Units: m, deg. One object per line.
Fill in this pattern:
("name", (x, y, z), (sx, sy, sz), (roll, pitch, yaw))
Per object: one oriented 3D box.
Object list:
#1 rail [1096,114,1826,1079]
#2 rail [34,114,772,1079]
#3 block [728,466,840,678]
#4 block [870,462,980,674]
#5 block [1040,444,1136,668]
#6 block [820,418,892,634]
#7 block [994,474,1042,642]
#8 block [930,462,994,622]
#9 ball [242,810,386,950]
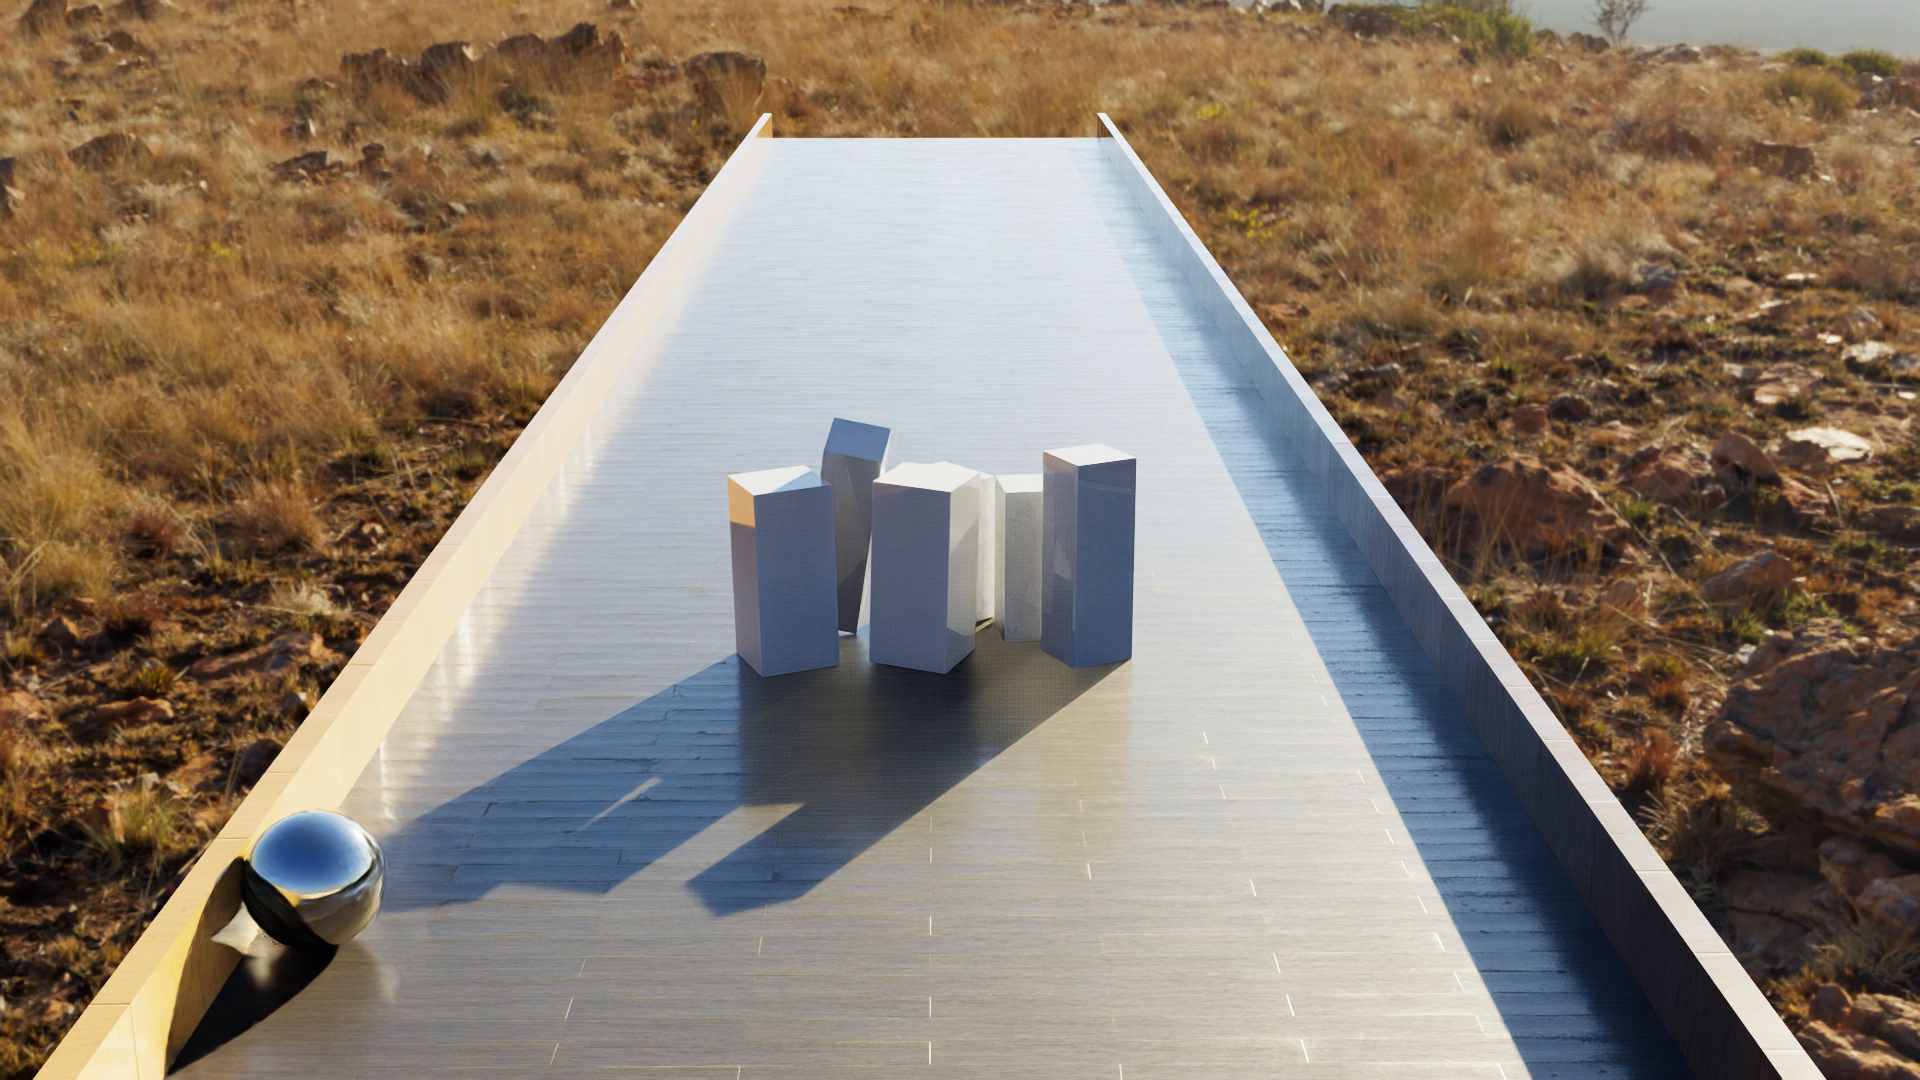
("rail", (0.932, -0.844, 7.801), (0.050, 0.150, 12.000), (0, 17, -1))
("rail", (-1.118, -0.838, 7.780), (0.050, 0.150, 12.000), (0, 17, -1))
("block", (-0.350, 0.060, 4.366), (0.162, 0.372, 0.162), (-8, 19, -22))
("block", (-0.070, 0.054, 4.382), (0.164, 0.374, 0.164), (8, 18, 20))
("block", (0.255, 0.031, 4.393), (0.134, 0.416, 0.134), (-9, 19, -27))
("block", (-0.233, -0.025, 4.478), (0.117, 0.450, 0.117), (11, 38, 1))
("block", (0.150, 0.036, 4.548), (0.137, 0.319, 0.137), (-2, 17, -7))
("block", (-0.043, 0.013, 4.643), (0.164, 0.309, 0.164), (-14, 21, -39))
("ball", (-0.941, 0.495, 3.206), (0.204, 0.204, 0.204), (0, 17, 0))
